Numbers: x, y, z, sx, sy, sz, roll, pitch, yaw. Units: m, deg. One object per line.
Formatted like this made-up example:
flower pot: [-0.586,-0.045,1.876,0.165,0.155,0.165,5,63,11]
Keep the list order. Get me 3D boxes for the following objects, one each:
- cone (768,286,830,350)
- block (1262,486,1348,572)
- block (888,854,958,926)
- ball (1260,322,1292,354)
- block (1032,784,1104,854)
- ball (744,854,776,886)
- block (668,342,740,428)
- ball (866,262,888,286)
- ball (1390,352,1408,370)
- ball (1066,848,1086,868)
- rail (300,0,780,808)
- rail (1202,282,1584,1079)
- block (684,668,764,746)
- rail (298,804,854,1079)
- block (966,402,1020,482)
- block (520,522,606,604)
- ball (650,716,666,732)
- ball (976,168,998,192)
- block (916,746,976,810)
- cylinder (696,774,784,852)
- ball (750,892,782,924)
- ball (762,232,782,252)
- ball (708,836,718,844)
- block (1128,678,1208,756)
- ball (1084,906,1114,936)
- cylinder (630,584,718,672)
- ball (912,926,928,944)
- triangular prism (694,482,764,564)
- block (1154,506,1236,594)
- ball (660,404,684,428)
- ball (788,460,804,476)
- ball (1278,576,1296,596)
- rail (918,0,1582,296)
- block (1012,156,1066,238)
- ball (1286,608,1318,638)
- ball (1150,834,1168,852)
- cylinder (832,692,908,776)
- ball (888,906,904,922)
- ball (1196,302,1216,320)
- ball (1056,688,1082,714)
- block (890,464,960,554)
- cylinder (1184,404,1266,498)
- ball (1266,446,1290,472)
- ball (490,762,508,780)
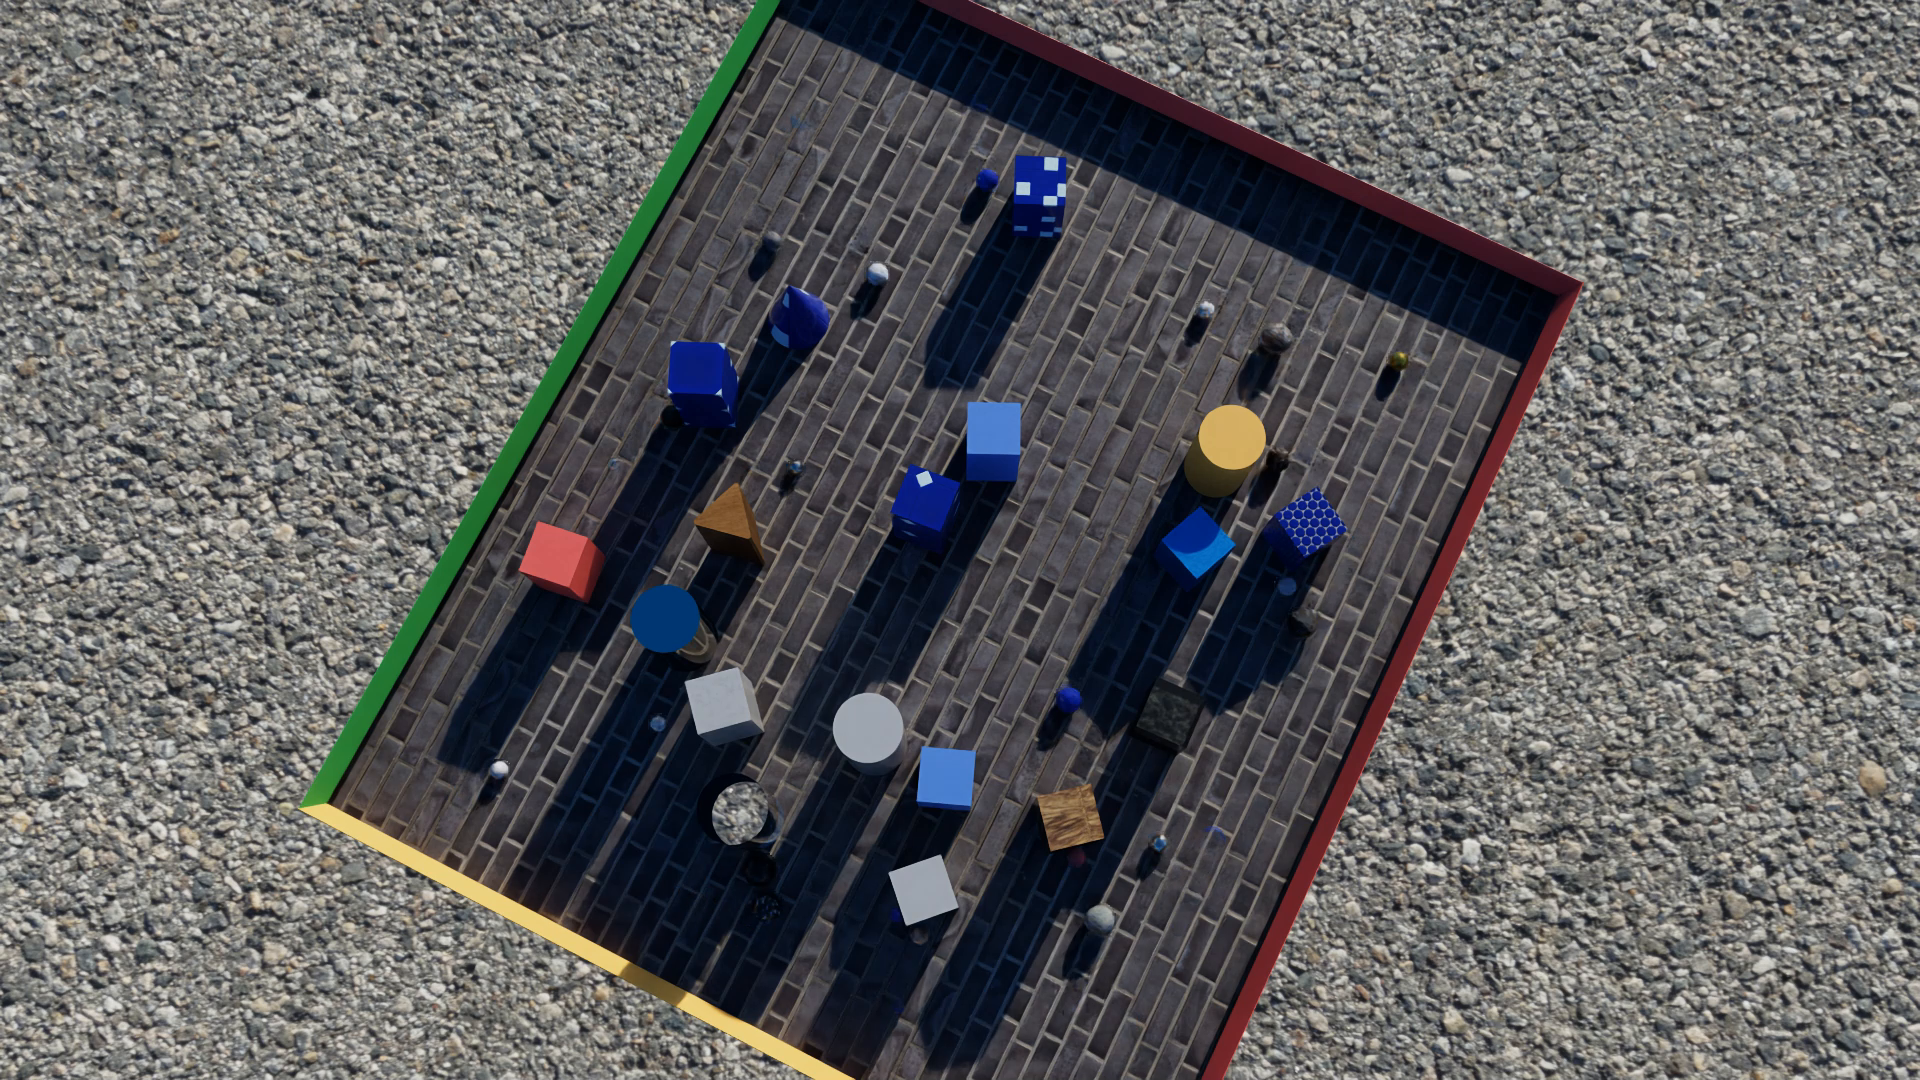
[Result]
cone: [-0.508,-0.725,5.602,0.194,0.323,0.194,0,78,0]
block: [1.031,-0.029,5.500,0.155,0.240,0.155,-33,80,-6]
block: [-0.102,1.009,5.271,0.155,0.268,0.155,-19,79,-4]
ball: [0.983,-0.626,5.696,0.097,0.097,0.097,0,78,0]
block: [0.309,0.808,5.279,0.155,0.334,0.155,-13,79,-3]
ball: [-0.587,0.968,5.368,0.094,0.094,0.094,0,78,0]
block: [-0.769,-0.463,5.519,0.155,0.378,0.155,2,78,0]
ball: [-0.259,-0.833,5.752,0.072,0.072,0.072,0,78,0]
ball: [1.366,-0.556,5.701,0.060,0.060,0.060,0,78,0]
ball: [0.342,0.934,5.389,0.056,0.056,0.056,0,78,0]
rail: [-1.197,-0.579,5.671,0.045,0.126,3.162,26,80,5]
rail: [1.197,0.593,5.428,0.045,0.126,3.162,26,80,5]
block: [-0.682,0.488,5.334,0.155,0.356,0.155,-15,79,-3]
rail: [-0.696,1.371,5.267,2.724,0.126,0.045,26,80,5]
block: [0.099,-0.292,5.506,0.155,0.335,0.155,1,78,0]
block: [-1.180,0.069,5.458,0.155,0.282,0.155,18,79,4]
ball: [-0.903,0.550,5.479,0.046,0.046,0.046,0,78,0]
ball: [0.087,-1.142,5.817,0.071,0.071,0.071,0,78,0]
block: [-0.039,0.698,5.342,0.155,0.254,0.155,5,78,1]
cylinder: [-0.619,0.779,5.215,0.194,0.472,0.194,0,78,0]
ball: [-0.564,1.074,5.348,0.091,0.091,0.091,0,78,0]
ball: [-0.594,-0.942,5.780,0.061,0.061,0.061,0,78,0]
ball: [-0.725,0.878,5.413,0.043,0.043,0.043,0,78,0]
block: [0.607,0.520,5.377,0.155,0.259,0.155,24,79,5]
ball: [0.407,1.111,5.342,0.088,0.088,0.088,0,78,0]
cylinder: [-0.830,0.262,5.356,0.194,0.404,0.194,0,78,0]
ball: [-0.117,1.155,5.351,0.052,0.052,0.052,0,78,0]
triangular prism: [-0.659,-0.057,5.429,0.168,0.390,0.146,16,79,3]
block: [0.699,0.031,5.488,0.155,0.240,0.155,-40,81,-8]
ball: [-0.886,-0.381,5.657,0.076,0.076,0.076,0,78,0]
ball: [-0.504,-0.221,5.638,0.047,0.047,0.047,0,78,0]
ball: [0.991,0.141,5.557,0.059,0.059,0.059,0,78,0]
rail: [0.696,-1.357,5.832,2.724,0.126,0.045,26,80,5]
block: [0.244,-1.065,5.699,0.155,0.270,0.155,2,78,0]
ball: [1.030,0.252,5.518,0.091,0.091,0.091,0,78,0]
ball: [0.587,0.894,5.403,0.055,0.055,0.055,0,78,0]
cylinder: [-0.253,0.563,5.270,0.194,0.450,0.194,0,78,0]
ball: [-0.186,1.096,5.366,0.046,0.046,0.046,0,78,0]
ball: [0.770,-0.717,5.736,0.057,0.057,0.057,0,78,0]
ball: [0.326,0.479,5.478,0.078,0.078,0.078,0,78,0]
block: [-0.100,-0.088,5.461,0.155,0.340,0.155,21,79,4]
cylinder: [0.789,-0.262,5.487,0.194,0.360,0.194,0,78,0]
ball: [0.977,-0.249,5.629,0.076,0.076,0.076,0,78,0]
ball: [-1.370,0.685,5.448,0.053,0.053,0.053,0,78,0]
